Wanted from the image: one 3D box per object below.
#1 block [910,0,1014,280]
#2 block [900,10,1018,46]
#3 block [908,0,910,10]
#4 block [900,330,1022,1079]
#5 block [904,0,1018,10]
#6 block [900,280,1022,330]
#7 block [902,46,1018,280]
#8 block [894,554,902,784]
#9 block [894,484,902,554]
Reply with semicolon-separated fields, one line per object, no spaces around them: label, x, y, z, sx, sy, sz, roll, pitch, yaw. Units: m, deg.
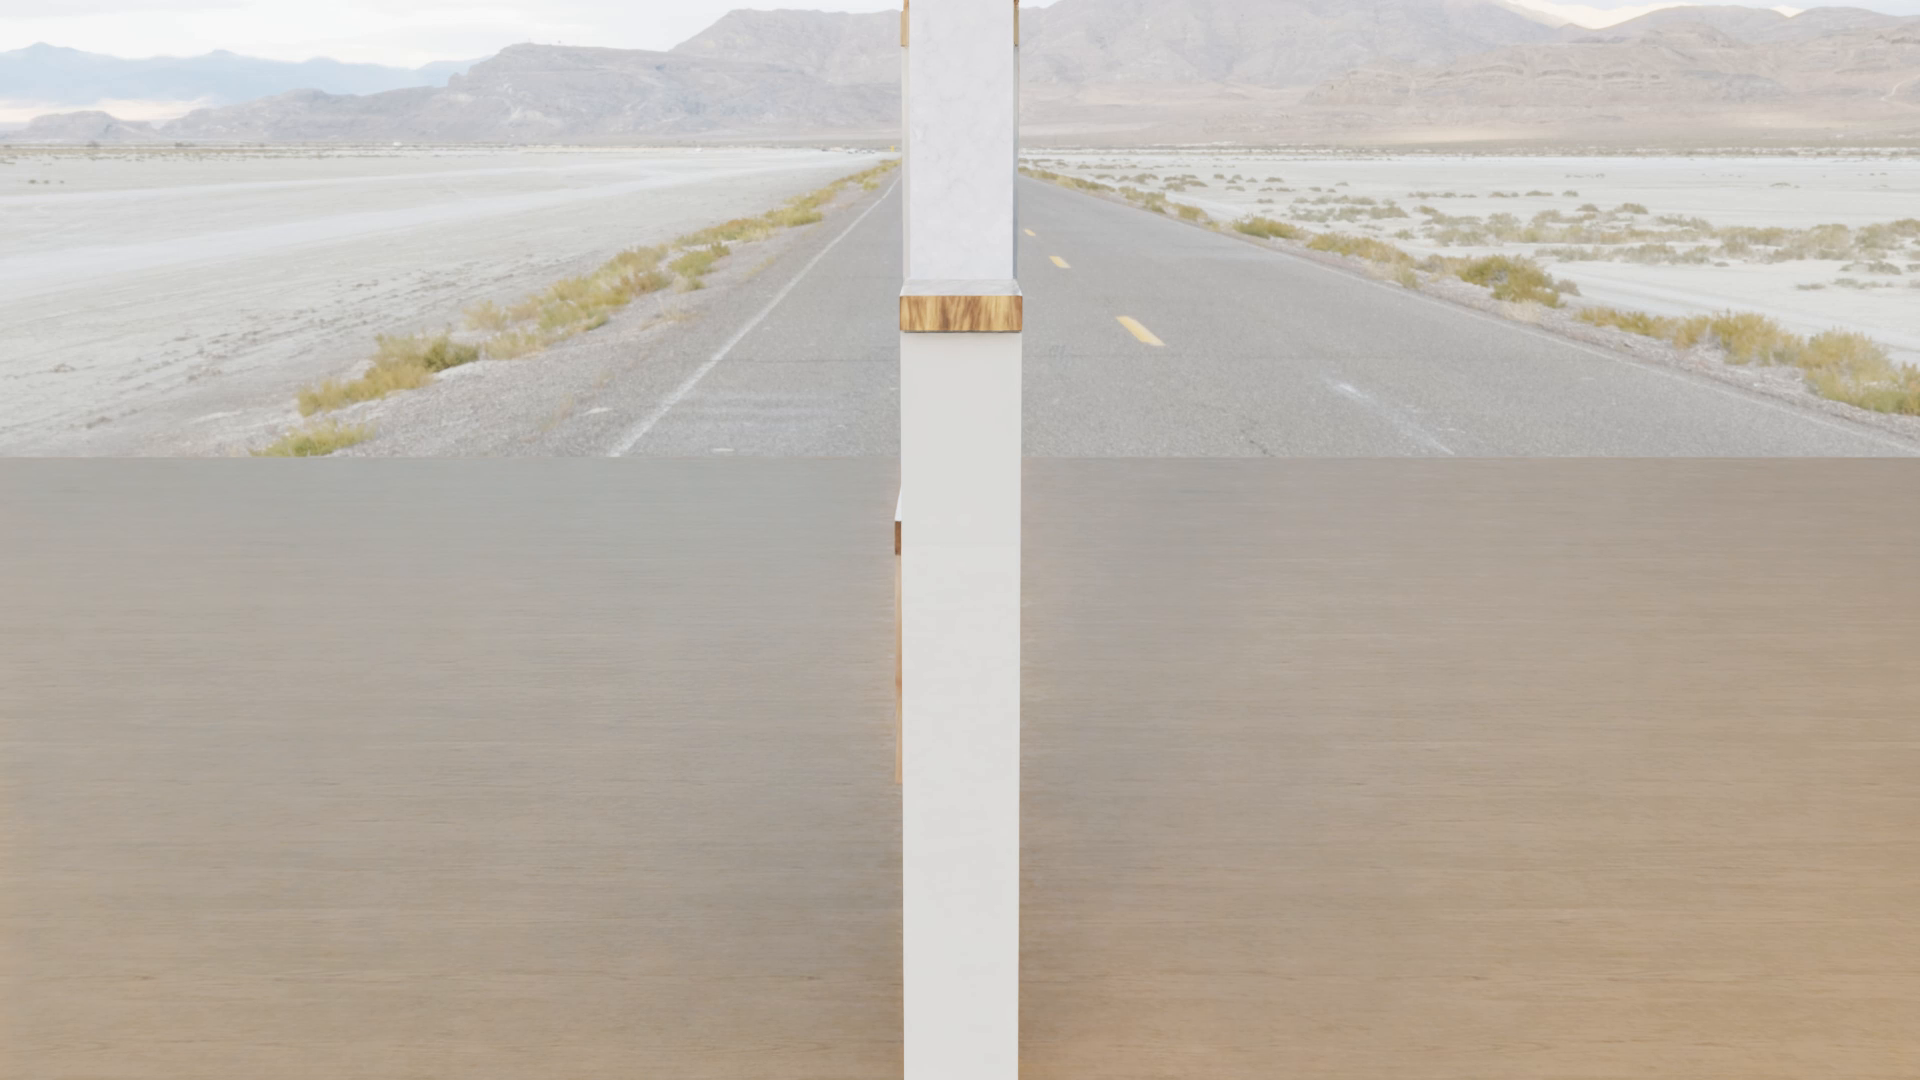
block;0.002;-0.485;2.843;0.132;0.938;0.037;0;11;1
block;0.000;-0.729;3.160;0.161;0.046;0.322;0;11;1
block;0.000;-0.882;3.060;0.146;0.292;0.041;0;10;0
block;0.001;0.251;2.692;0.142;1.023;0.040;0;11;0
block;0.002;-0.657;3.407;0.175;0.424;0.049;0;10;0
block;0.001;-0.289;2.687;0.142;0.040;0.284;0;11;0
block;0.000;-0.528;3.086;0.161;0.322;0.046;0;11;0
block;-0.007;0.187;3.317;0.179;0.358;0.051;0;11;0
block;-0.006;-0.036;3.397;0.179;0.051;0.358;0;11;0
